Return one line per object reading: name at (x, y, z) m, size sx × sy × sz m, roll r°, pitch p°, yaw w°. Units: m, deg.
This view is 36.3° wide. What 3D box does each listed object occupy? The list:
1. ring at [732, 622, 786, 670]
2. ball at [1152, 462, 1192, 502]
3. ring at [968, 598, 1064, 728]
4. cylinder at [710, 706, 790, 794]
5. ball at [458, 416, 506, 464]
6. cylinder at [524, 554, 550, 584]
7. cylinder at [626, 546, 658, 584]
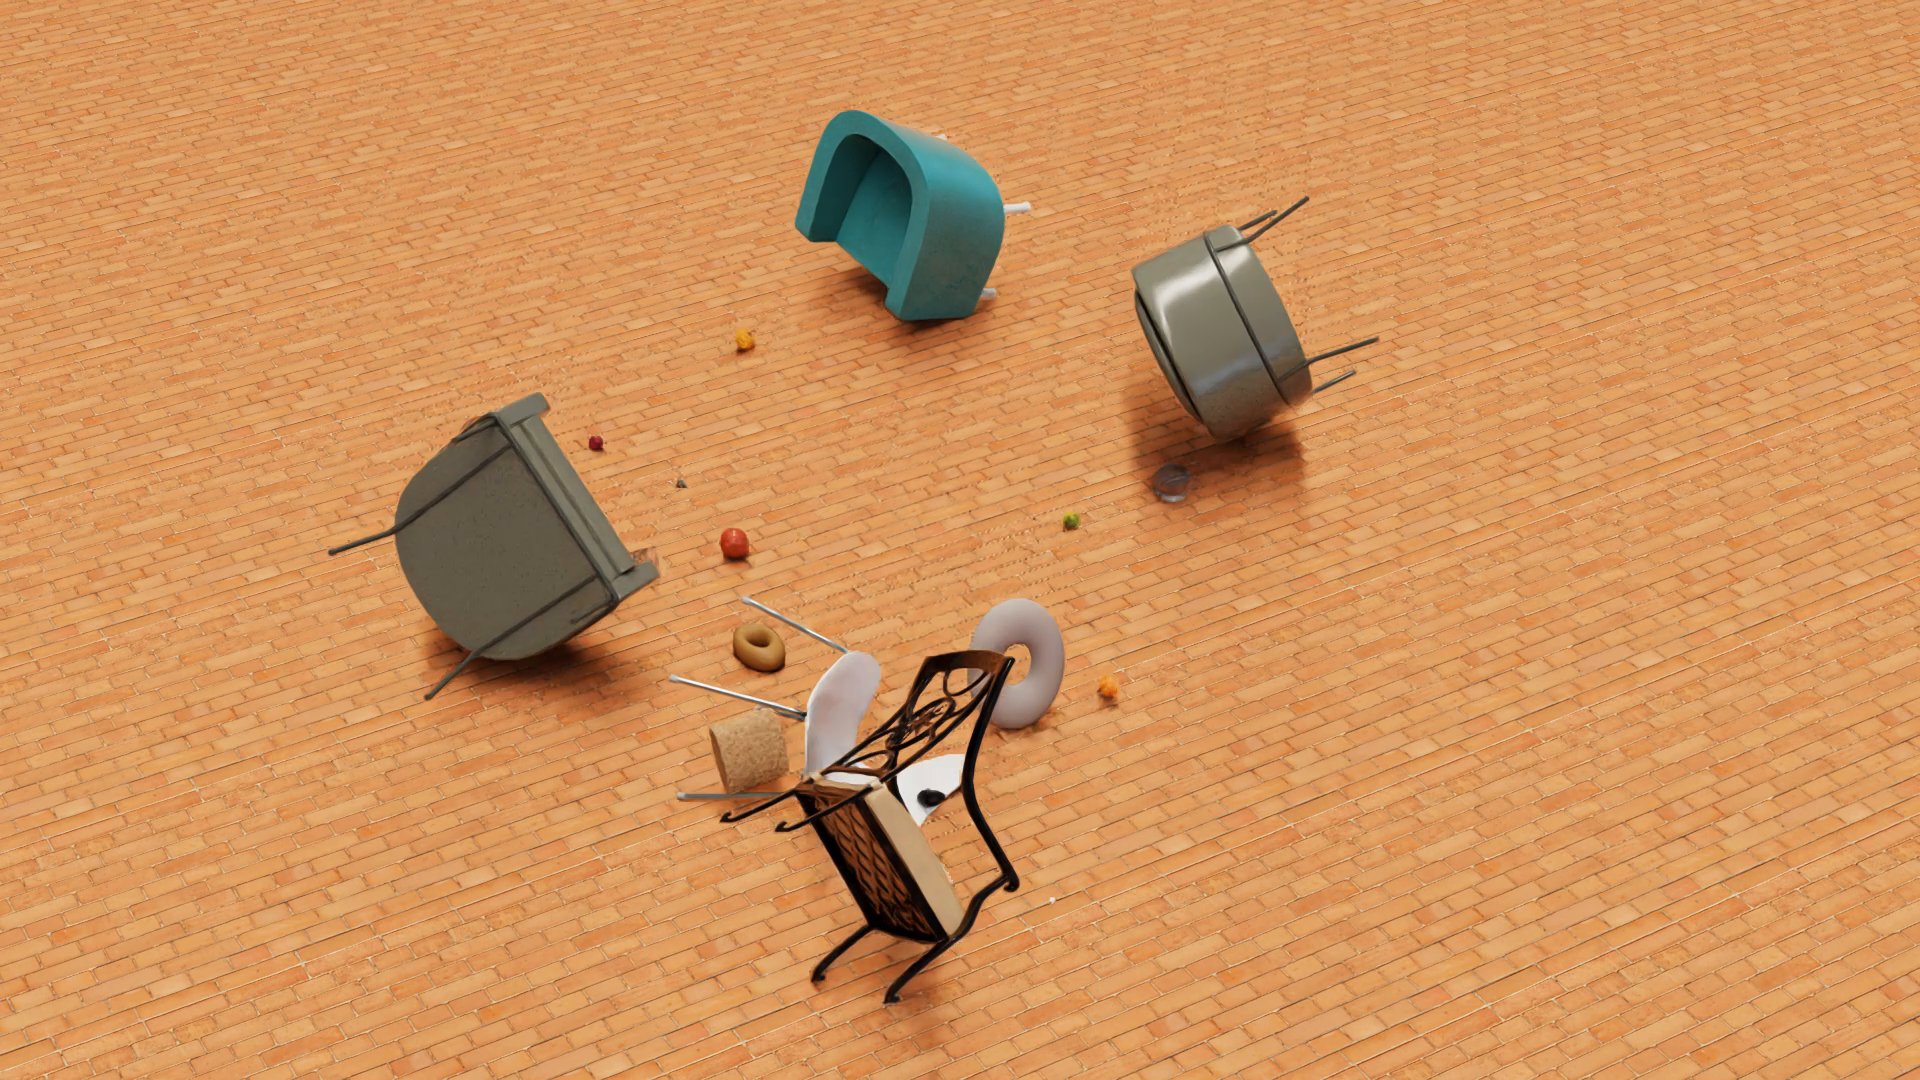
ring at (-0.706, 0.375, 10.298) m, size 0.161 × 0.088 × 0.249 m, roll -22°, pitch 38°, yaw -27°
ball at (0.807, -0.219, 11.140) m, size 0.150 × 0.150 × 0.150 m, roll 0°, pitch 33°, yaw 0°
ring at (0.188, 0.418, 9.869) m, size 0.354 × 0.490 × 0.092 m, roll -14°, pitch 28°, yaw -18°
cylinder at (-0.687, 0.685, 9.586) m, size 0.217 × 0.235 × 0.094 m, roll -19°, pitch 15°, yaw -19°
ball at (-1.851, -0.390, 11.367) m, size 0.186 × 0.186 × 0.186 m, roll 0°, pitch 33°, yaw 0°
cylinder at (-1.538, 0.107, 10.655) m, size 0.062 × 0.061 × 0.116 m, roll -36°, pitch 52°, yaw -8°
cylinder at (-1.162, 0.093, 10.707) m, size 0.118 × 0.046 × 0.121 m, roll -31°, pitch 35°, yaw 32°
